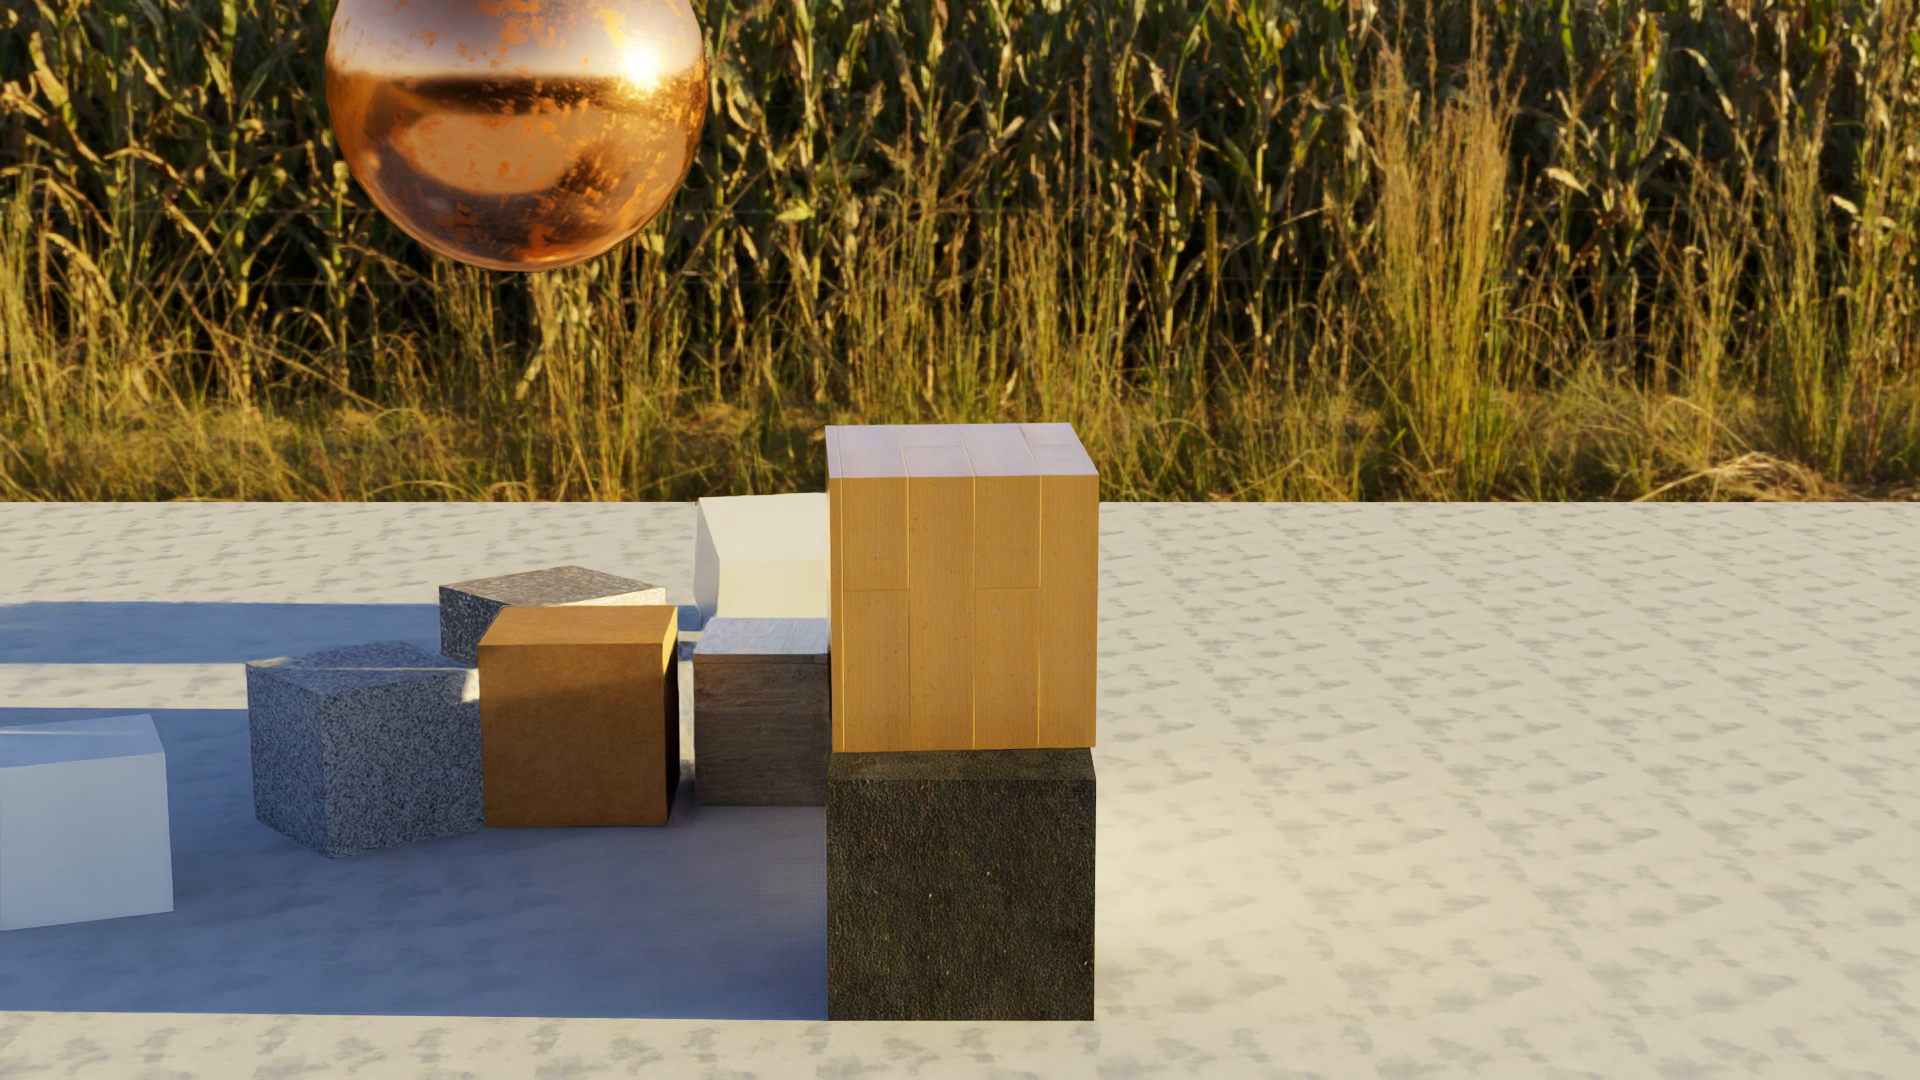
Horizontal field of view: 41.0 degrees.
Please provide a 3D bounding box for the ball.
[{"bbox_3d":[-1.863,-1.934,10.829,1.600,1.600,1.600,0,10,0],"label":"ball"}]

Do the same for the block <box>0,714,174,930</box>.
[{"bbox_3d":[-3.804,1.199,11.030,0.714,0.694,0.713,-4,11,-22],"label":"block"}]

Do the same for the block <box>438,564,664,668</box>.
[{"bbox_3d":[-2.160,0.655,13.639,0.844,0.832,0.856,-10,14,-42],"label":"block"}]

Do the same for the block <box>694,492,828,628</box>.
[{"bbox_3d":[-1.143,0.217,15.779,0.842,0.701,0.763,-3,32,-15],"label":"block"}]

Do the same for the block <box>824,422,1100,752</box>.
[{"bbox_3d":[-0.017,0.165,10.248,1.016,1.078,1.032,-1,14,-4],"label":"block"}]

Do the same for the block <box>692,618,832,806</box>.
[{"bbox_3d":[-0.843,0.846,12.790,0.877,0.760,0.828,0,10,0],"label":"block"}]

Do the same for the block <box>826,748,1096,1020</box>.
[{"bbox_3d":[0.004,1.263,10.001,0.999,0.936,0.917,0,10,0],"label":"block"}]

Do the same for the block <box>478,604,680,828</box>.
[{"bbox_3d":[-1.830,0.839,12.457,0.858,0.879,0.899,-1,10,-2],"label":"block"}]

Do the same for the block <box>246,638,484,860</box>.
[{"bbox_3d":[-2.802,0.965,12.089,0.788,0.767,0.819,-9,14,-37],"label":"block"}]
